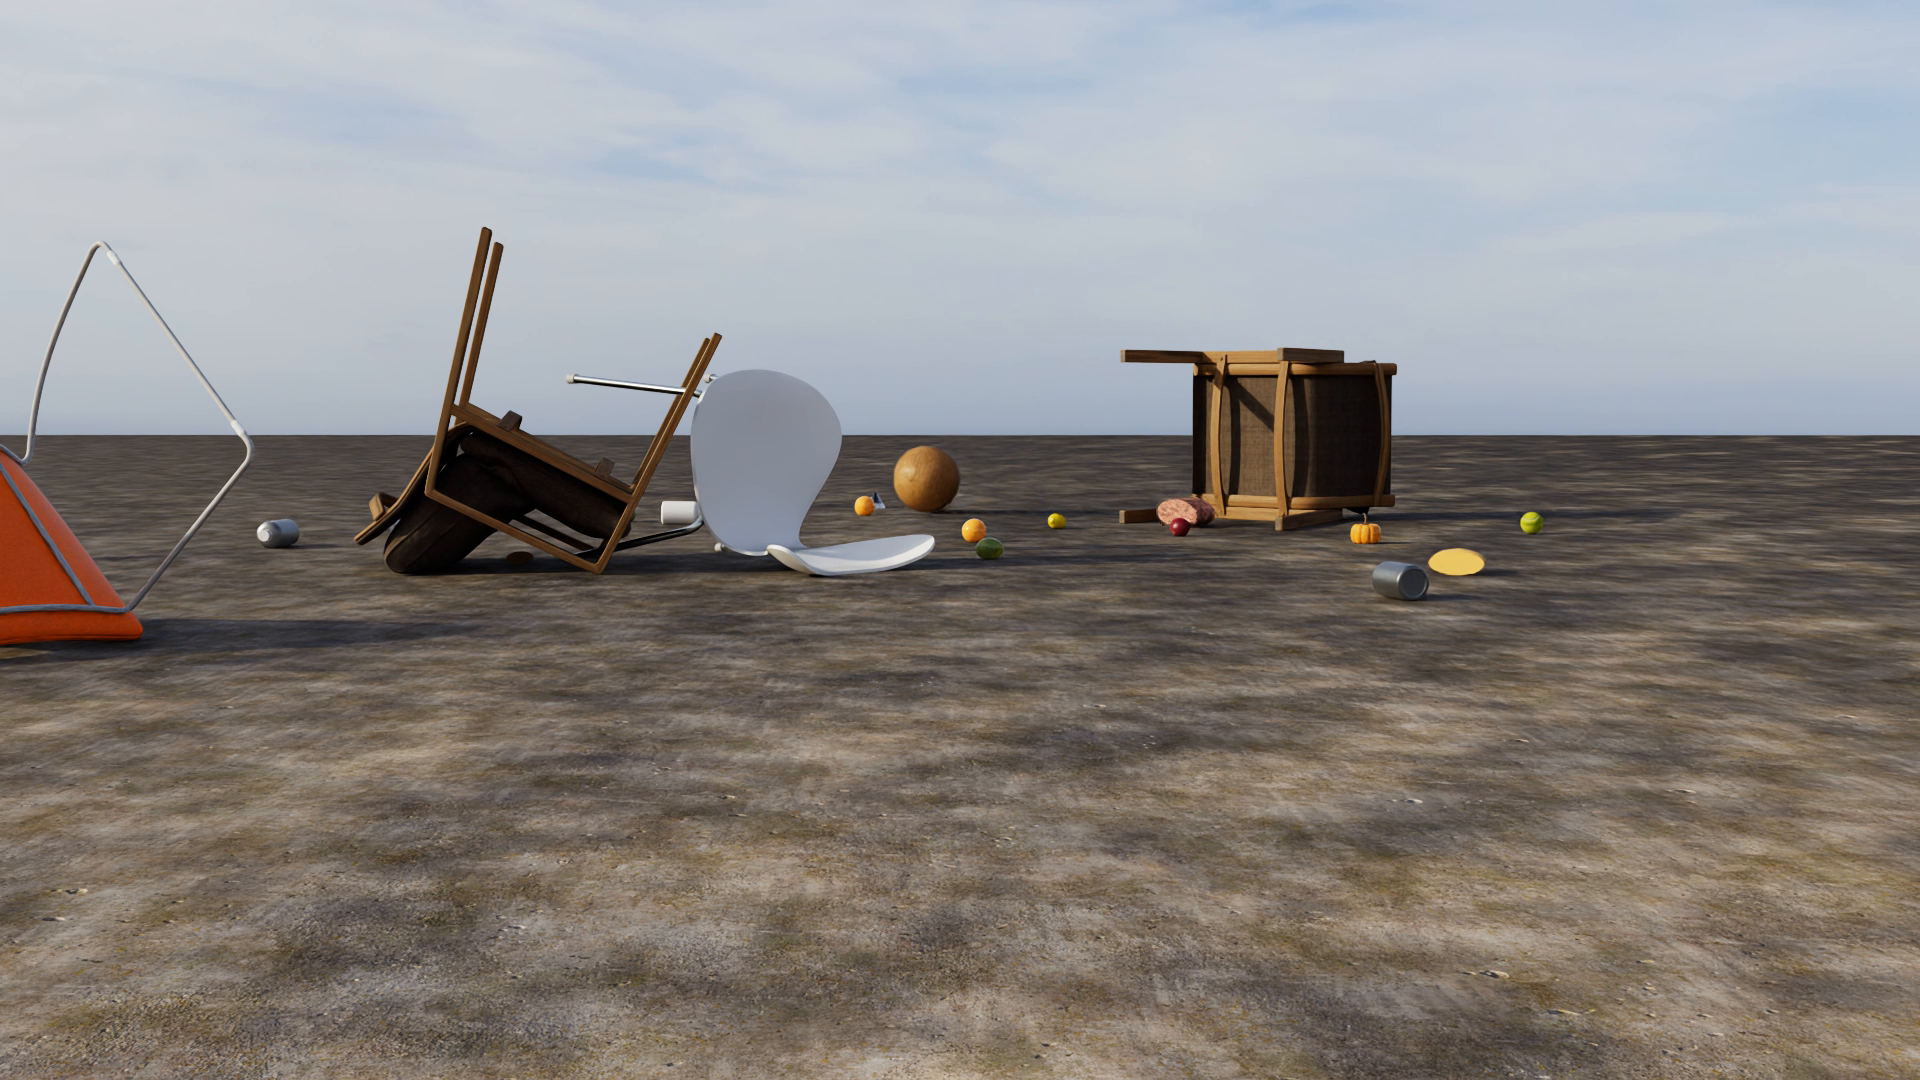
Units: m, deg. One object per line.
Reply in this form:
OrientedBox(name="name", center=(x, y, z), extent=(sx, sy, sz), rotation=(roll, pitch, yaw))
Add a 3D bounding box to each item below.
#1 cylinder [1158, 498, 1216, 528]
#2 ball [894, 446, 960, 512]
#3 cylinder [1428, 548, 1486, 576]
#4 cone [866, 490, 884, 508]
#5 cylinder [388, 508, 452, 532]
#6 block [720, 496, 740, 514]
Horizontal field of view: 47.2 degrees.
OrientedBox(name="cylinder", center=(0.740, -0.089, 7.187), extent=(0.138, 0.088, 0.163), rotation=(11, 9, 26))
OrientedBox(name="ball", center=(-0.122, -0.222, 8.006), extent=(0.242, 0.242, 0.242), rotation=(0, 4, 0))
OrientedBox(name="cylinder", center=(1.209, 0.053, 5.346), extent=(0.130, 0.058, 0.092), rotation=(2, 4, 16))
OrientedBox(name="cone", center=(-0.320, -0.154, 8.305), extent=(0.073, 0.067, 0.096), rotation=(1, 4, 19))
OrientedBox(name="cylinder", center=(-1.707, -0.064, 6.949), extent=(0.176, 0.072, 0.192), rotation=(-1, 2, -21))
OrientedBox(name="block", center=(-0.831, -0.125, 7.952), extent=(0.055, 0.058, 0.097), rotation=(-1, 4, -13))
